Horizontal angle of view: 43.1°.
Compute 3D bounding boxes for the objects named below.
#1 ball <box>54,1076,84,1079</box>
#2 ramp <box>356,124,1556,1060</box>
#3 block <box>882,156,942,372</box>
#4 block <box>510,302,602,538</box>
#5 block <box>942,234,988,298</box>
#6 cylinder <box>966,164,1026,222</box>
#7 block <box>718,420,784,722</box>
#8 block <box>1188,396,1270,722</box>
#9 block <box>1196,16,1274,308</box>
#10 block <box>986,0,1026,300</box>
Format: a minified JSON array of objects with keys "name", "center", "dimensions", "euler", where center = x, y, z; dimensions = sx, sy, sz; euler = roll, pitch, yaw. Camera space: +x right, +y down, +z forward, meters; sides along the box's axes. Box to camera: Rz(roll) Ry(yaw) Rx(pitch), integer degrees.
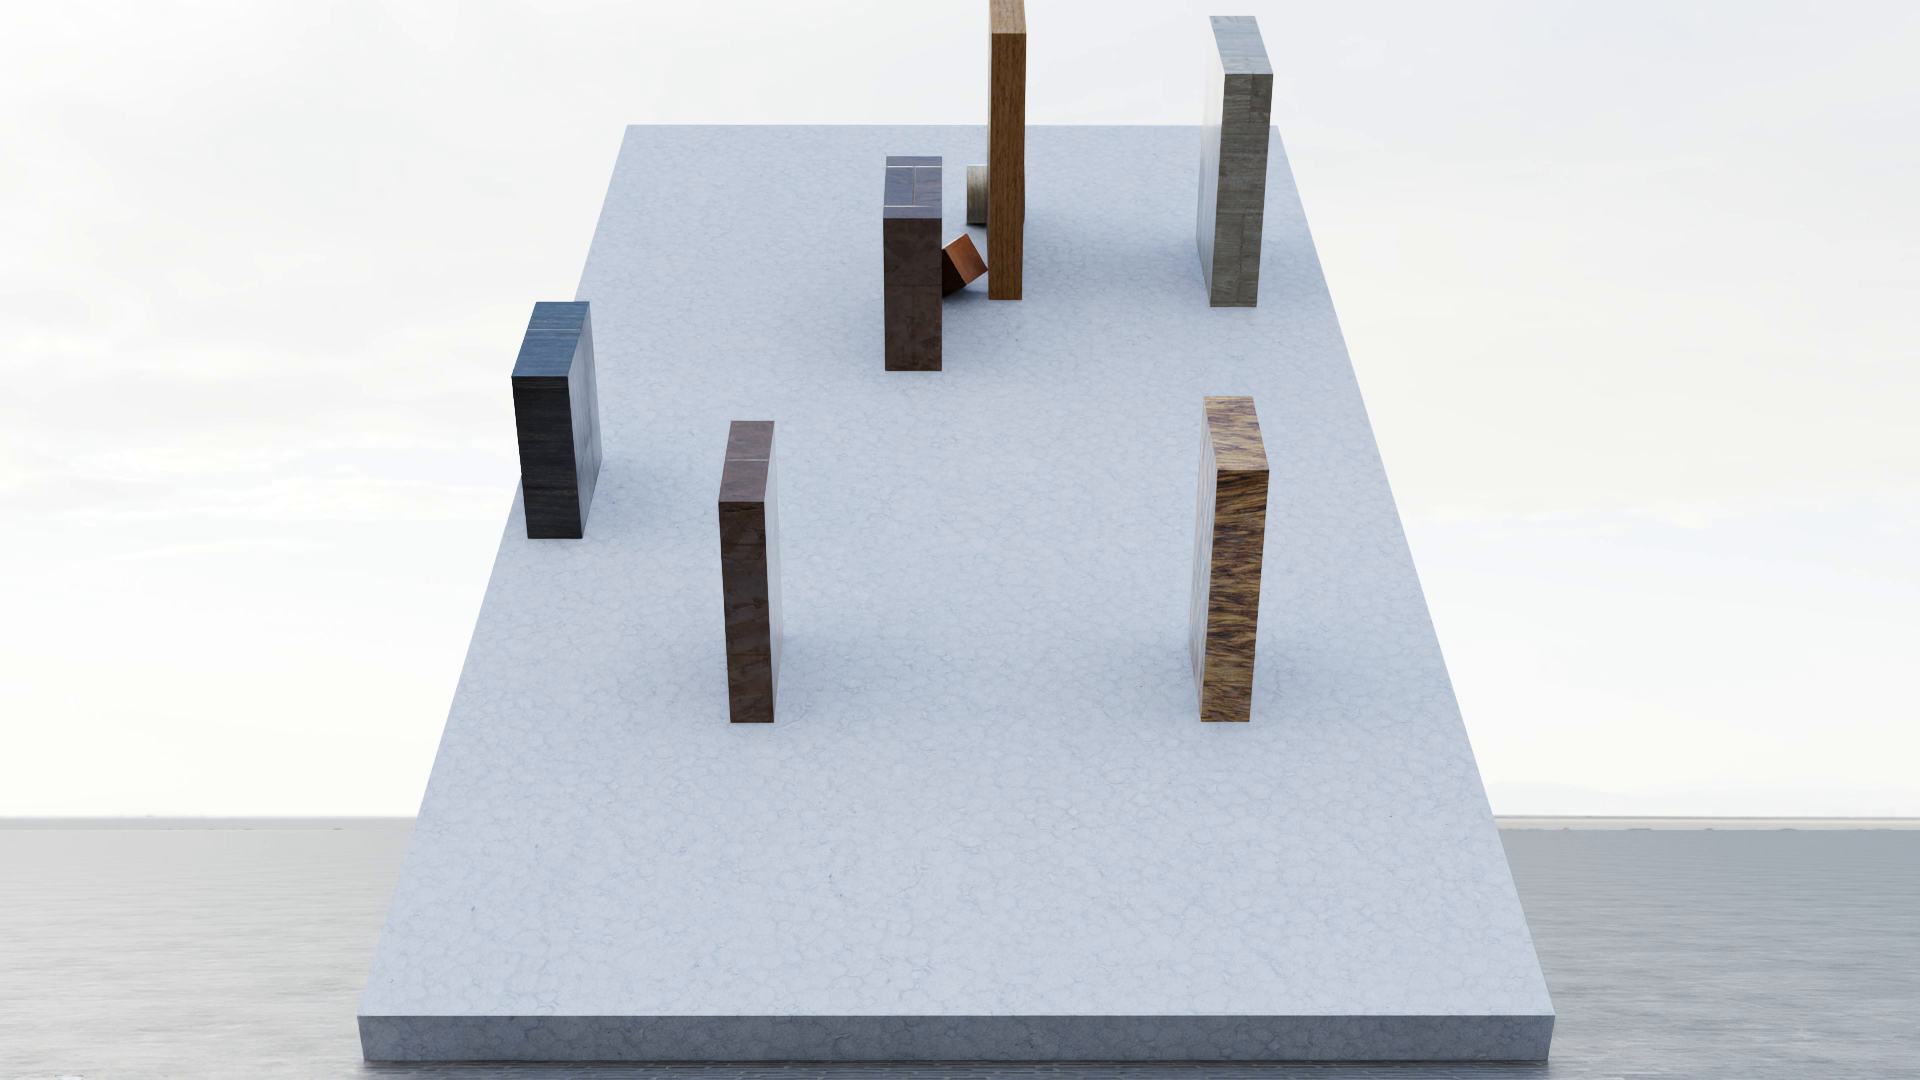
[{"name":"ball","center":[-1.003,0.660,2.728],"dimensions":[0.114,0.114,0.114],"euler":[0,-7,0]},{"name":"ramp","center":[-0.014,-0.199,5.796],"dimensions":[2.000,0.100,4.000],"euler":[0,31,0]},{"name":"block","center":[-0.116,-0.699,6.127],"dimensions":[0.142,0.412,0.391],"euler":[0,31,0]},{"name":"block","center":[-0.894,-0.270,5.422],"dimensions":[0.121,0.403,0.366],"euler":[0,31,0]},{"name":"block","center":[-0.022,-0.718,6.404],"dimensions":[0.113,0.113,0.113],"euler":[-23,11,41]},{"name":"cylinder","center":[0.099,-0.970,6.819],"dimensions":[0.162,0.162,0.162],"euler":[0,-7,0]},{"name":"block","center":[-0.408,0.062,4.780],"dimensions":[0.086,0.503,0.317],"euler":[0,31,0]},{"name":"block","center":[0.521,0.039,4.761],"dimensions":[0.096,0.569,0.292],"euler":[0,31,0]},{"name":"block","center":[0.718,-0.999,6.407],"dimensions":[0.122,0.641,0.435],"euler":[0,31,0]},{"name":"block","center":[0.120,-1.058,6.416],"dimensions":[0.088,0.730,0.436],"euler":[0,31,0]}]
